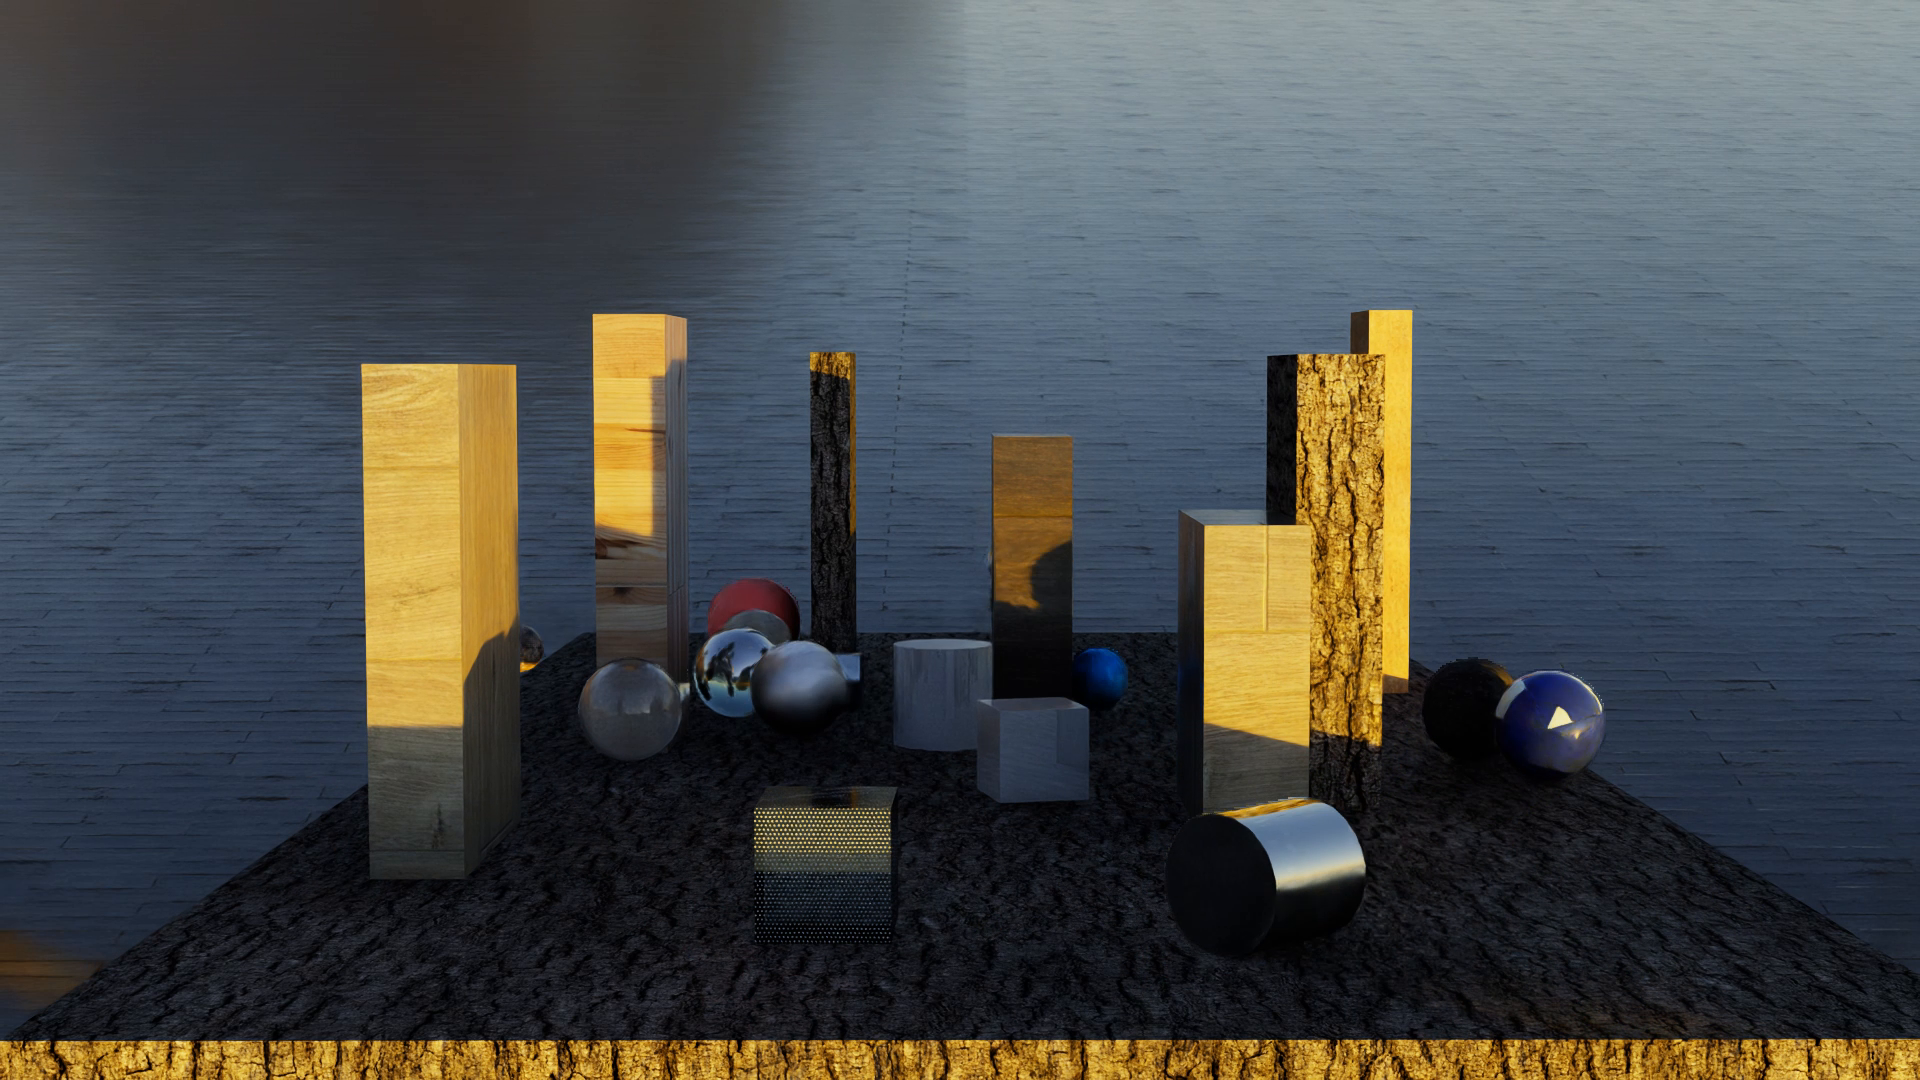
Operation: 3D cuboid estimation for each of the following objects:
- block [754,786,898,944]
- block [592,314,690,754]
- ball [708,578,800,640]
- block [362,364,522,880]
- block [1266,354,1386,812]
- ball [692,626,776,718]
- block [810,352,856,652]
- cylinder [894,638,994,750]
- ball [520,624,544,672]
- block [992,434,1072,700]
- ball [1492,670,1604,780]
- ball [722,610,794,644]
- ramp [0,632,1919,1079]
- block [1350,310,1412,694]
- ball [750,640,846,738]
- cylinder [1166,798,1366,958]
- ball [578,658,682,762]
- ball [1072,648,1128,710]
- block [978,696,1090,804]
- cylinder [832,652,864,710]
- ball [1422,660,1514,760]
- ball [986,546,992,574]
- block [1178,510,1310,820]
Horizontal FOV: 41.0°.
[{"bbox_3d":[-0.156,0.383,3.039,0.158,0.158,0.158,0,4,2],"label":"block"},{"bbox_3d":[-0.569,-0.021,4.616,0.123,0.759,0.365,0,4,0],"label":"block"},{"bbox_3d":[-0.458,0.186,5.705,0.205,0.205,0.205,0,20,0],"label":"ball"},{"bbox_3d":[-0.708,0.094,3.544,0.123,0.670,0.441,0,4,0],"label":"block"},{"bbox_3d":[0.567,0.054,4.024,0.131,0.686,0.369,0,4,0],"label":"block"},{"bbox_3d":[-0.424,0.253,4.907,0.175,0.175,0.175,0,20,0],"label":"ball"},{"bbox_3d":[-0.279,-0.062,5.680,0.085,0.703,0.320,0,4,0],"label":"block"},{"bbox_3d":[-0.029,0.273,4.572,0.177,0.177,0.177,0,4,0],"label":"cylinder"},{"bbox_3d":[-1.114,0.274,6.493,0.120,0.120,0.120,0,20,0],"label":"ball"},{"bbox_3d":[0.137,0.067,4.959,0.148,0.539,0.288,0,4,0],"label":"block"},{"bbox_3d":[0.954,0.300,4.162,0.177,0.177,0.177,0,20,0],"label":"ball"},{"bbox_3d":[-0.431,0.227,5.399,0.164,0.164,0.164,0,20,0],"label":"ball"},{"bbox_3d":[0.046,0.415,4.536,2.000,0.100,4.000,0,4,0],"label":"ramp"},{"bbox_3d":[0.878,-0.085,5.383,0.088,0.786,0.246,0,4,0],"label":"block"},{"bbox_3d":[-0.293,0.269,4.653,0.176,0.176,0.176,0,20,0],"label":"ball"},{"bbox_3d":[0.351,0.386,2.948,0.162,0.162,0.162,-4,17,-44],"label":"cylinder"},{"bbox_3d":[-0.560,0.288,4.365,0.176,0.176,0.176,0,20,0],"label":"ball"},{"bbox_3d":[0.271,0.272,5.038,0.120,0.120,0.120,0,20,0],"label":"ball"},{"bbox_3d":[0.113,0.327,4.016,0.142,0.142,0.142,-1,4,-14],"label":"block"},{"bbox_3d":[-0.248,0.276,5.028,0.111,0.111,0.111,0,20,4],"label":"cylinder"},{"bbox_3d":[0.874,0.289,4.370,0.172,0.172,0.172,0,20,0],"label":"ball"},{"bbox_3d":[0.138,0.058,7.121,0.130,0.130,0.130,0,20,0],"label":"ball"},{"bbox_3d":[0.416,0.188,3.817,0.149,0.445,0.422,0,4,0],"label":"block"}]
